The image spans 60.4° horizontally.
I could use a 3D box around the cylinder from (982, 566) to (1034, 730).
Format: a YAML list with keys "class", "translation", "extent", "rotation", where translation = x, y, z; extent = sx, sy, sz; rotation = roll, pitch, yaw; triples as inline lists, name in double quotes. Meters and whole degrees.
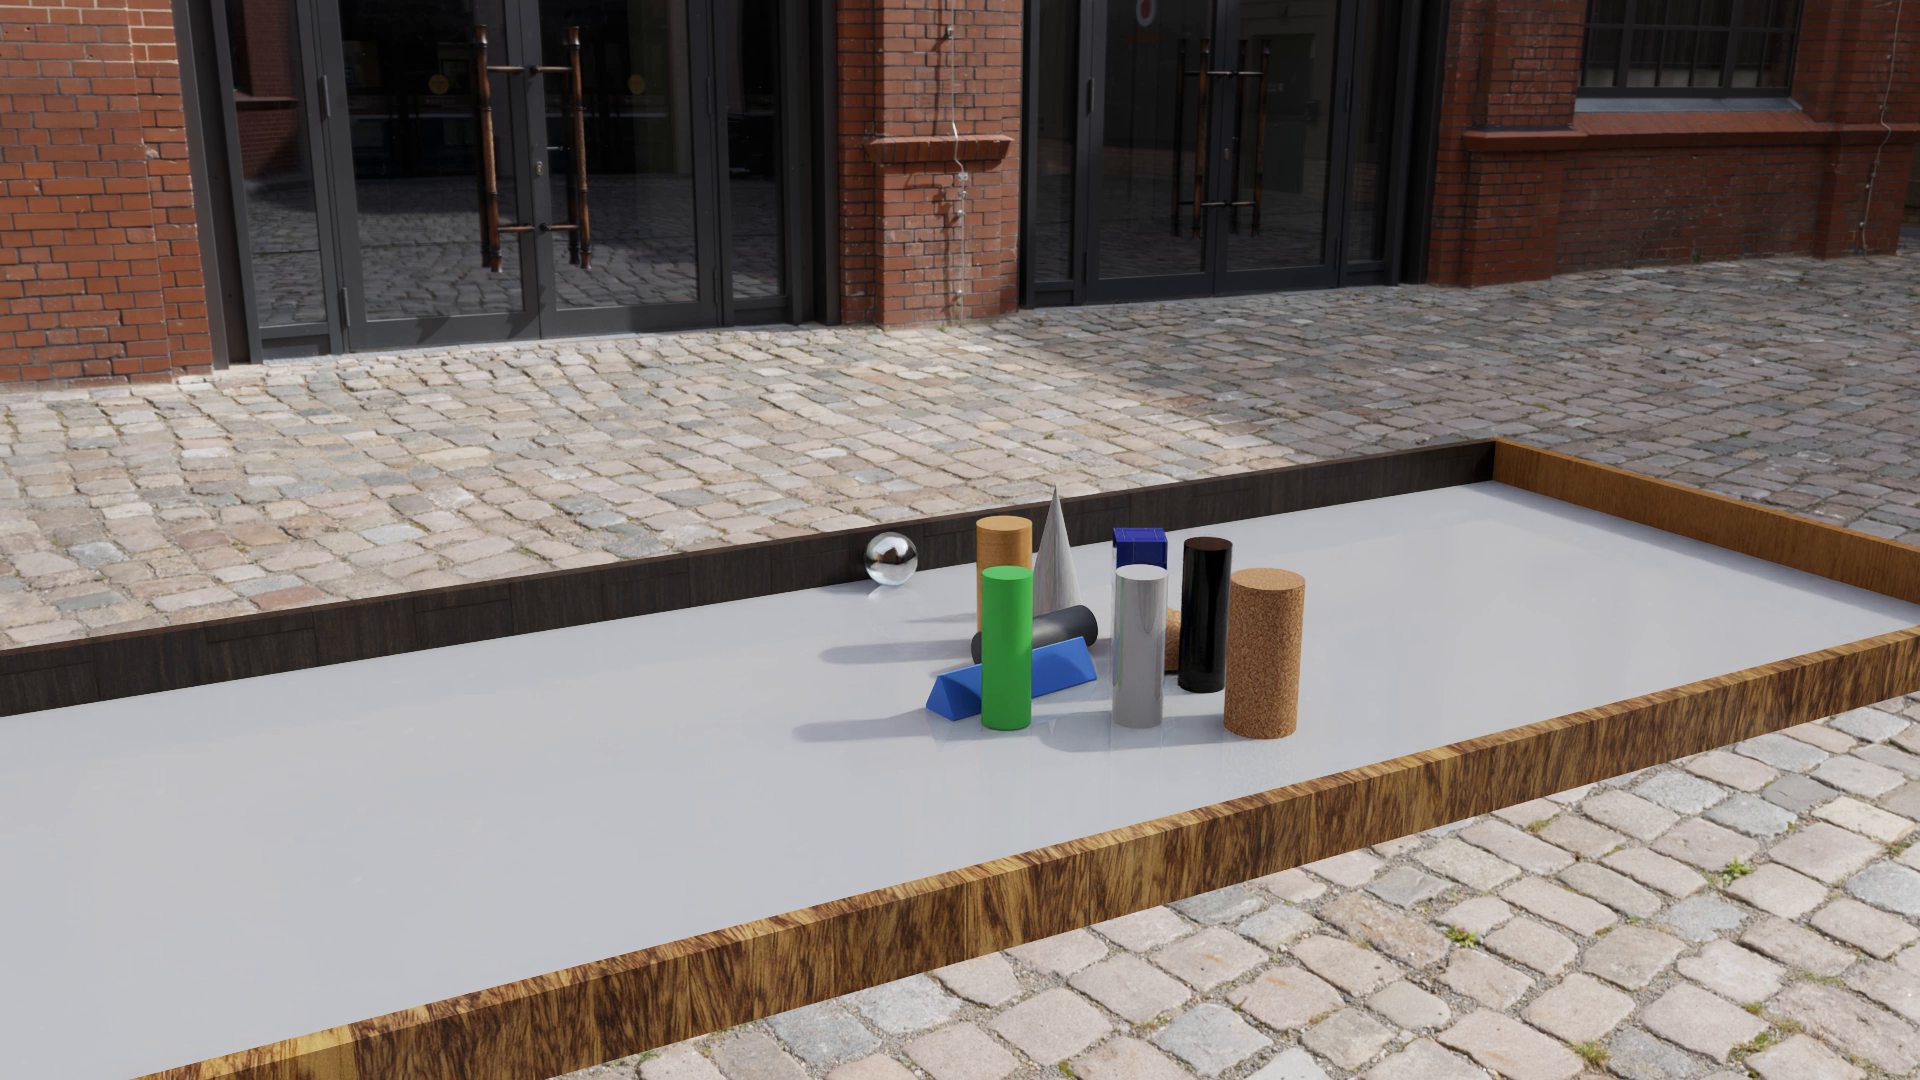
- class: "cylinder"
  translation: [0.109, 0.251, 3.851]
  extent: [0.118, 0.363, 0.118]
  rotation: [0, 15, 0]

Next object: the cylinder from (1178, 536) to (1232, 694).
- class: "cylinder"
  translation: [0.604, 0.185, 4.071]
  extent: [0.118, 0.369, 0.118]
  rotation: [0, 17, 0]

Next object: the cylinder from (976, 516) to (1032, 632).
- class: "cylinder"
  translation: [0.117, 0.119, 4.345]
  extent: [0.146, 0.340, 0.146]
  rotation: [0, 16, 0]

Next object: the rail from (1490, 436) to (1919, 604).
- class: "rail"
  translation: [2.466, -0.048, 5.253]
  extent: [0.050, 0.150, 2.100]
  rotation: [-9, 18, -27]

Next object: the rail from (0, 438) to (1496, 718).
- class: "rail"
  translation: [-3.305, 0.497, 3.399]
  extent: [12.000, 0.150, 0.050]
  rotation: [-9, 18, -27]

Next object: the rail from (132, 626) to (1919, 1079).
- class: "rail"
  translation: [-2.336, 1.006, 1.665]
  extent: [12.000, 0.150, 0.050]
  rotation: [-9, 18, -27]

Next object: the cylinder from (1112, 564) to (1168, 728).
- class: "cylinder"
  translation: [0.420, 0.249, 3.862]
  extent: [0.122, 0.364, 0.122]
  rotation: [0, 16, 0]

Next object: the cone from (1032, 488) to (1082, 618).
- class: "cone"
  translation: [0.264, 0.027, 4.598]
  extent: [0.177, 0.375, 0.177]
  rotation: [0, 16, 0]

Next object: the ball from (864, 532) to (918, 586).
- class: "ball"
  translation: [-0.204, 0.056, 4.879]
  extent: [0.161, 0.161, 0.161]
  rotation: [0, 16, 0]

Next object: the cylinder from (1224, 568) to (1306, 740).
- class: "cylinder"
  translation: [0.704, 0.262, 3.824]
  extent: [0.169, 0.361, 0.169]
  rotation: [0, 16, 0]

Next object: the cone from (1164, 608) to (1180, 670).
- class: "cone"
  translation: [0.688, 0.275, 4.262]
  extent: [0.425, 0.178, 0.178]
  rotation: [8, 14, -17]

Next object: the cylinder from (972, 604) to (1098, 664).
- class: "cylinder"
  translation: [0.195, 0.258, 4.276]
  extent: [0.338, 0.114, 0.114]
  rotation: [-13, 21, -37]

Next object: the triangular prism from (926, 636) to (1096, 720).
- class: "triangular prism"
  translation: [0.131, 0.329, 4.052]
  extent: [0.450, 0.098, 0.113]
  rotation: [-12, 20, -35]

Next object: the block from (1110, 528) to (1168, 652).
- class: "block"
  translation: [0.470, 0.134, 4.349]
  extent: [0.131, 0.309, 0.131]
  rotation: [0, 16, 1]
